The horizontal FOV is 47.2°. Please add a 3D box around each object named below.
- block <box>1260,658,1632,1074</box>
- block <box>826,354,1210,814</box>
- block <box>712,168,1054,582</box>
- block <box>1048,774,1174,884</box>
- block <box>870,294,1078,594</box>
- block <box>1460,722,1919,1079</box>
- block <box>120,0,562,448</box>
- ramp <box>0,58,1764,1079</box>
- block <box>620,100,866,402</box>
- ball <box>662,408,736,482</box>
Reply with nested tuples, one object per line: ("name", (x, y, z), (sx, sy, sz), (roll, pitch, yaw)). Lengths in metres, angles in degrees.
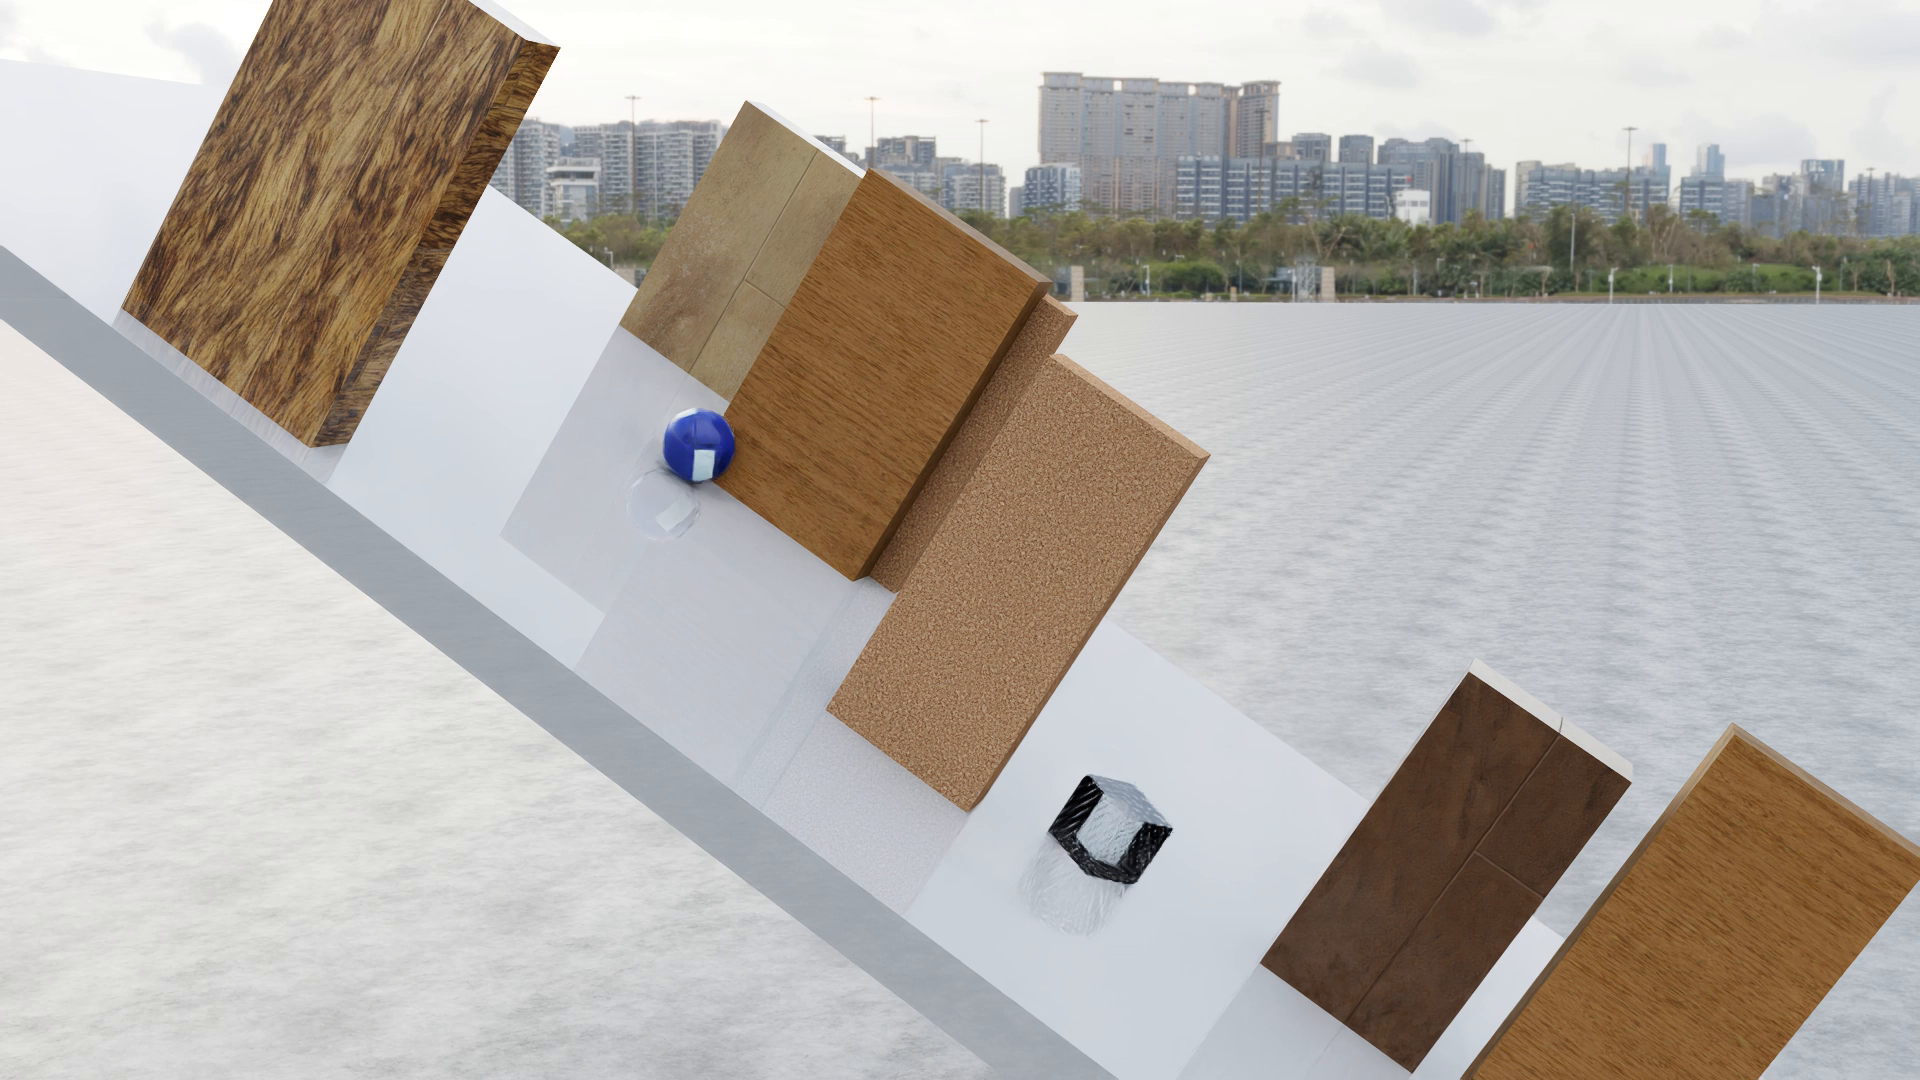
("block", (0.798, 0.535, 3.625), (0.303, 0.607, 0.139), (35, 15, 10))
("block", (0.087, 0.071, 3.510), (0.287, 0.689, 0.088), (35, 15, 10))
("block", (-0.173, -0.315, 4.229), (0.394, 0.681, 0.108), (35, 15, 10))
("block", (0.250, 0.480, 3.646), (0.121, 0.121, 0.121), (18, 21, -43))
("block", (-0.082, -0.255, 4.291), (0.326, 0.646, 0.083), (35, 15, 10))
("block", (1.120, 0.698, 3.437), (0.335, 0.771, 0.098), (35, 15, 10))
("block", (-0.951, -0.548, 3.350), (0.392, 0.711, 0.108), (35, 15, 10))
("ramp", (-0.135, 0.227, 4.104), (4.000, 0.100, 2.000), (35, 15, 10))
("block", (-0.426, -0.601, 4.832), (0.424, 0.576, 0.102), (35, 15, 10))
("ball", (-0.500, -0.182, 4.202), (0.140, 0.140, 0.140), (0, 7, 0))
